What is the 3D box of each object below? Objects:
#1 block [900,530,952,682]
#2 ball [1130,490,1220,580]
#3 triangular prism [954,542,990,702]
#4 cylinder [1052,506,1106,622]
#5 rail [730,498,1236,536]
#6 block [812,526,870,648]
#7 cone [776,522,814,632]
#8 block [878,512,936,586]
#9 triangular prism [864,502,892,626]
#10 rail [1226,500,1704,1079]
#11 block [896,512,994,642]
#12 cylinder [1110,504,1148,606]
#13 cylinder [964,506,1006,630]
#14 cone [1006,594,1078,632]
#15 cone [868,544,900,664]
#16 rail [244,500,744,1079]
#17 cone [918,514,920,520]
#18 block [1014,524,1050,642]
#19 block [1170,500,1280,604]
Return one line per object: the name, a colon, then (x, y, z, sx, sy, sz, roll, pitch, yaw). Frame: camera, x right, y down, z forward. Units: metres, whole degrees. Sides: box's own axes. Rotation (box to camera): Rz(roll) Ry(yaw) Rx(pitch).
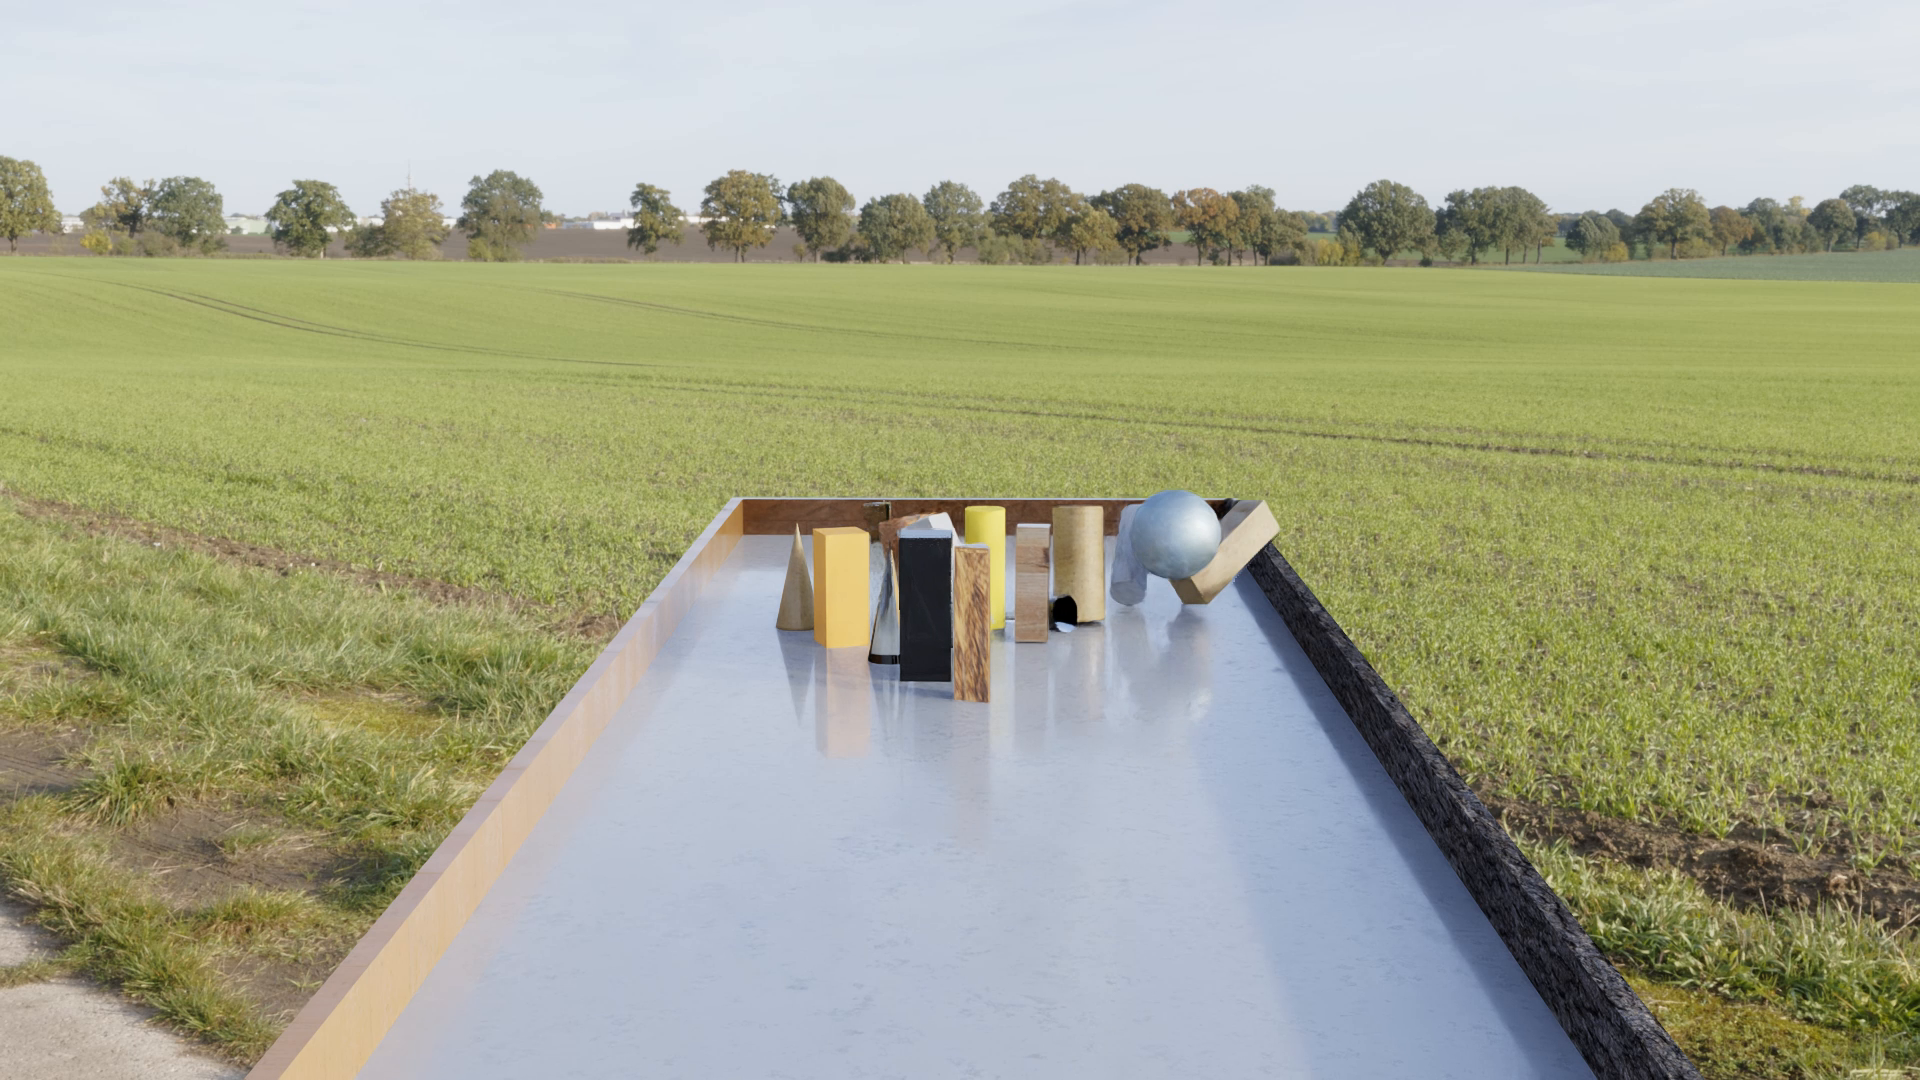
block: (-0.098, 0.191, 6.446, 0.148, 0.425, 0.148, 0, 9, 2)
ball: (0.726, -0.019, 7.415, 0.306, 0.306, 0.306, 0, 9, 0)
triangular prism: (0.050, 0.229, 6.168, 0.105, 0.436, 0.091, 4, 10, 21)
cylinder: (0.392, 0.078, 7.257, 0.169, 0.374, 0.169, -1, 1, 0)
rail: (0.099, -0.098, 9.147, 2.100, 0.150, 0.050, 0, 9, 1)
block: (-0.374, 0.148, 6.935, 0.141, 0.357, 0.141, -3, 10, -20)
cone: (-0.531, 0.113, 7.188, 0.149, 0.348, 0.149, 0, 9, 0)
block: (-0.141, 0.106, 7.116, 0.132, 0.361, 0.132, -8, -4, -40)
triangular prism: (-0.241, 0.078, 7.237, 0.102, 0.398, 0.088, -1, 4, 30)
rail: (1.046, 0.843, 3.208, 0.050, 0.150, 12.000, 0, 9, 1)
block: (-0.045, 0.118, 6.915, 0.126, 0.384, 0.126, -26, -6, 28)
cylinder: (0.604, 0.049, 7.674, 0.123, 0.123, 0.386, 2, 44, 11)
cylinder: (0.082, 0.090, 7.194, 0.133, 0.390, 0.133, 0, 9, 0)
cone: (0.216, 0.251, 7.223, 0.336, 0.128, 0.128, -7, 3, 41)
cone: (-0.212, 0.181, 6.678, 0.140, 0.371, 0.140, 0, 9, 0)
rail: (-1.004, 0.839, 3.234, 0.050, 0.150, 12.000, 0, 9, 1)
cone: (-0.117, 0.102, 7.008, 0.126, 0.415, 0.126, -4, -19, -1)
block: (0.231, 0.135, 6.978, 0.103, 0.363, 0.103, 1, 6, 4)
block: (0.915, 0.041, 7.629, 0.426, 0.127, 0.127, -43, 22, -27)
